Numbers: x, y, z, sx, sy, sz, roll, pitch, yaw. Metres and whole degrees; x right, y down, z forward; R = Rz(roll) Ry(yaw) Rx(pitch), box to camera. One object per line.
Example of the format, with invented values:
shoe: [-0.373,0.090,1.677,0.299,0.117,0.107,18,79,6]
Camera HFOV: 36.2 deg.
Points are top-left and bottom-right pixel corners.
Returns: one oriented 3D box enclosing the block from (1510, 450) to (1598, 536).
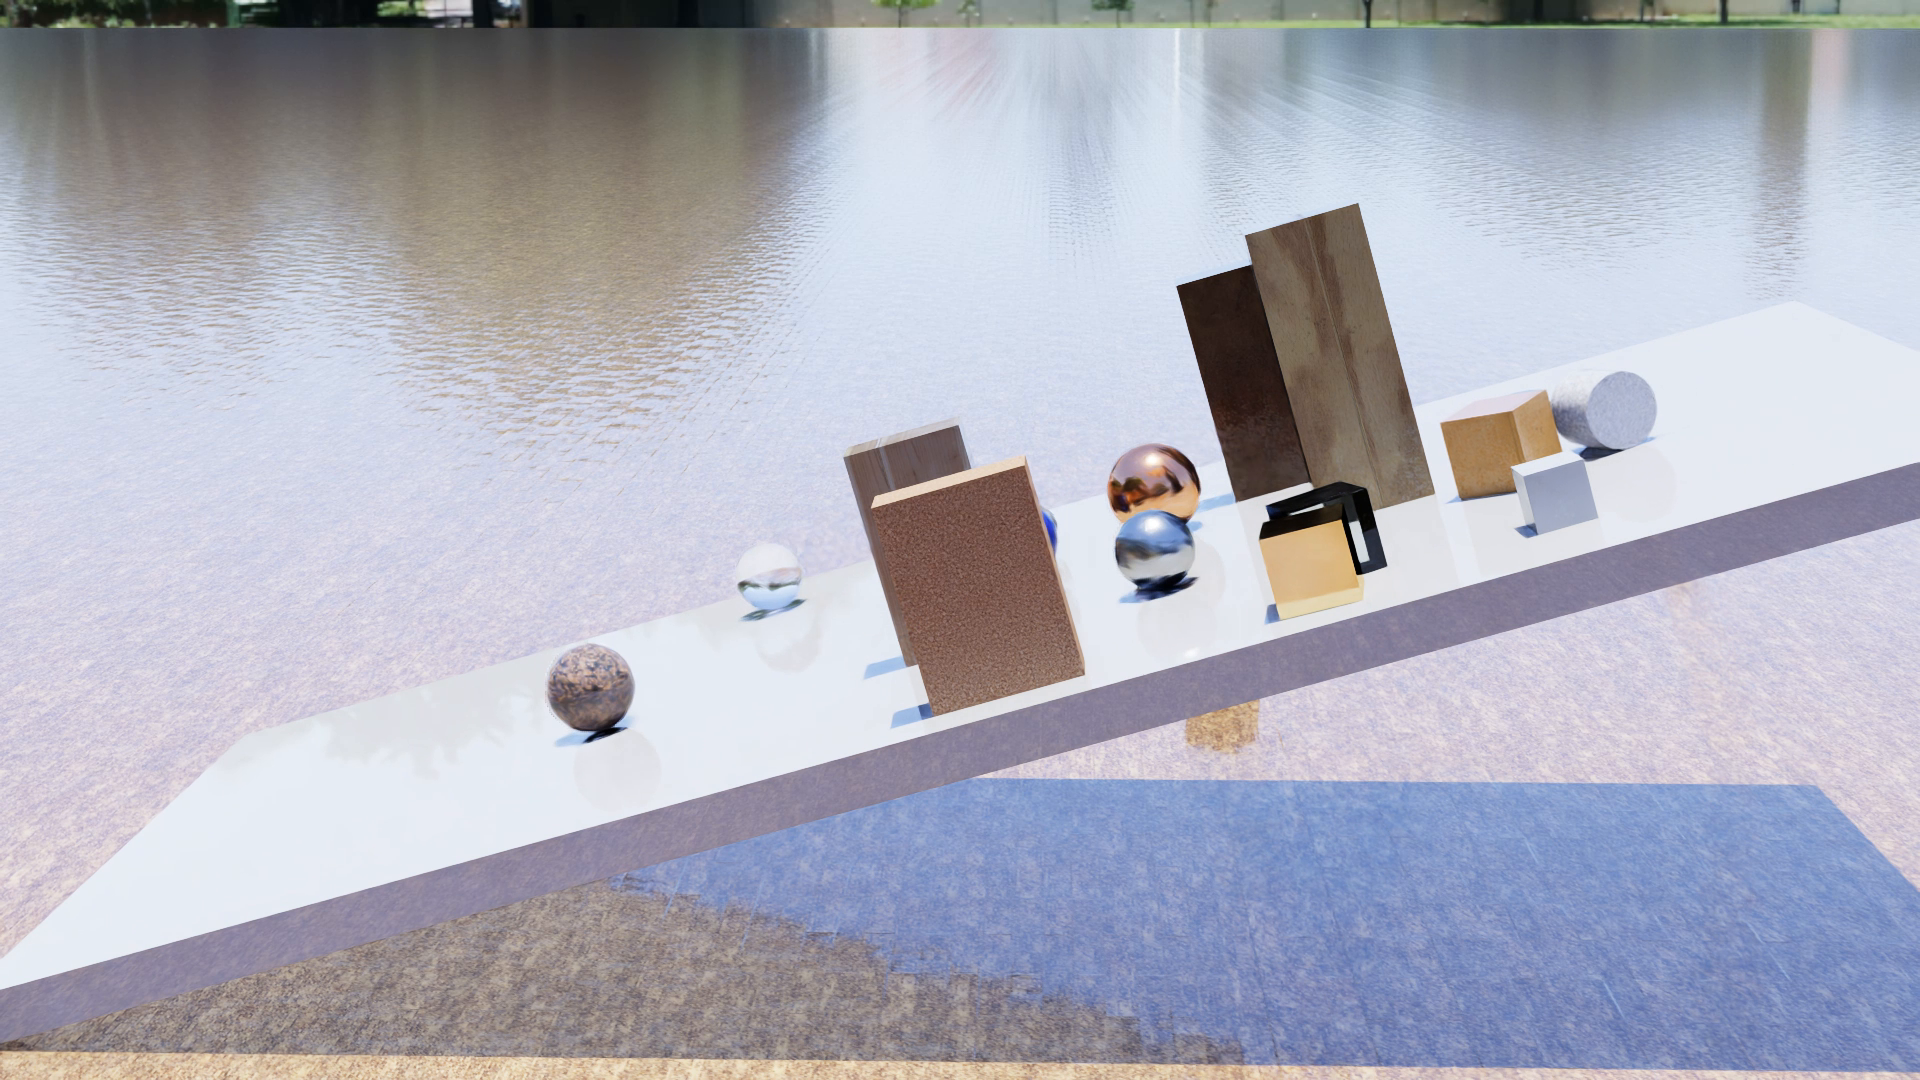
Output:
block: [1.117,-0.090,5.530,0.116,0.116,0.116,-16,10,2]

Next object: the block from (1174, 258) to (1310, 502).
block: [0.752,-0.394,6.673,0.408,0.512,0.142,-16,10,5]

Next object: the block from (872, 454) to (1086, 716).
block: [0.036,0.084,5.477,0.293,0.409,0.129,-16,10,5]

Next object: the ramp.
ramp: [0.089,0.188,6.322,4.000,0.100,2.000,-16,10,5]

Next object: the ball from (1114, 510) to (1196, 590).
ball: [0.395,0.020,5.968,0.164,0.164,0.164,0,11,0]

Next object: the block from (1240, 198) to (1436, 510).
block: [0.789,-0.372,6.138,0.241,0.628,0.122,-16,10,5]

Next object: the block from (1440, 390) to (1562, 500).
block: [1.106,-0.194,5.991,0.165,0.165,0.165,-9,12,38]

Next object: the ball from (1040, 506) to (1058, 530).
ball: [0.163,-0.022,6.715,0.123,0.123,0.123,0,11,0]

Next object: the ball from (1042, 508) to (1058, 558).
ball: [0.128,0.002,6.473,0.178,0.178,0.178,0,11,0]

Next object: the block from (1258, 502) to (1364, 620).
block: [0.654,0.039,5.458,0.156,0.156,0.156,-14,10,12]

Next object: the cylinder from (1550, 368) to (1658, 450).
cylinder: [1.327,-0.271,6.069,0.160,0.160,0.160,-3,6,-16]

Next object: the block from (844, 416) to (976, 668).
block: [-0.054,0.002,5.970,0.241,0.448,0.132,-16,10,5]

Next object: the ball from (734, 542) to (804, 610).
ball: [-0.455,0.087,7.008,0.162,0.162,0.162,0,11,0]

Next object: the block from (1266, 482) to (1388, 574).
block: [0.702,-0.008,5.642,0.156,0.156,0.156,-18,10,-9]

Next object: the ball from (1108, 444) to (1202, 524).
ball: [0.430,-0.111,6.517,0.208,0.208,0.208,0,11,0]

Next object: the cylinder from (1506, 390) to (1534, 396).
cylinder: [1.166,-0.225,6.135,0.141,0.141,0.141,-16,10,3]

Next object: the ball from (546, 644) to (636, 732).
ball: [-0.779,0.312,6.208,0.187,0.187,0.187,0,11,0]
